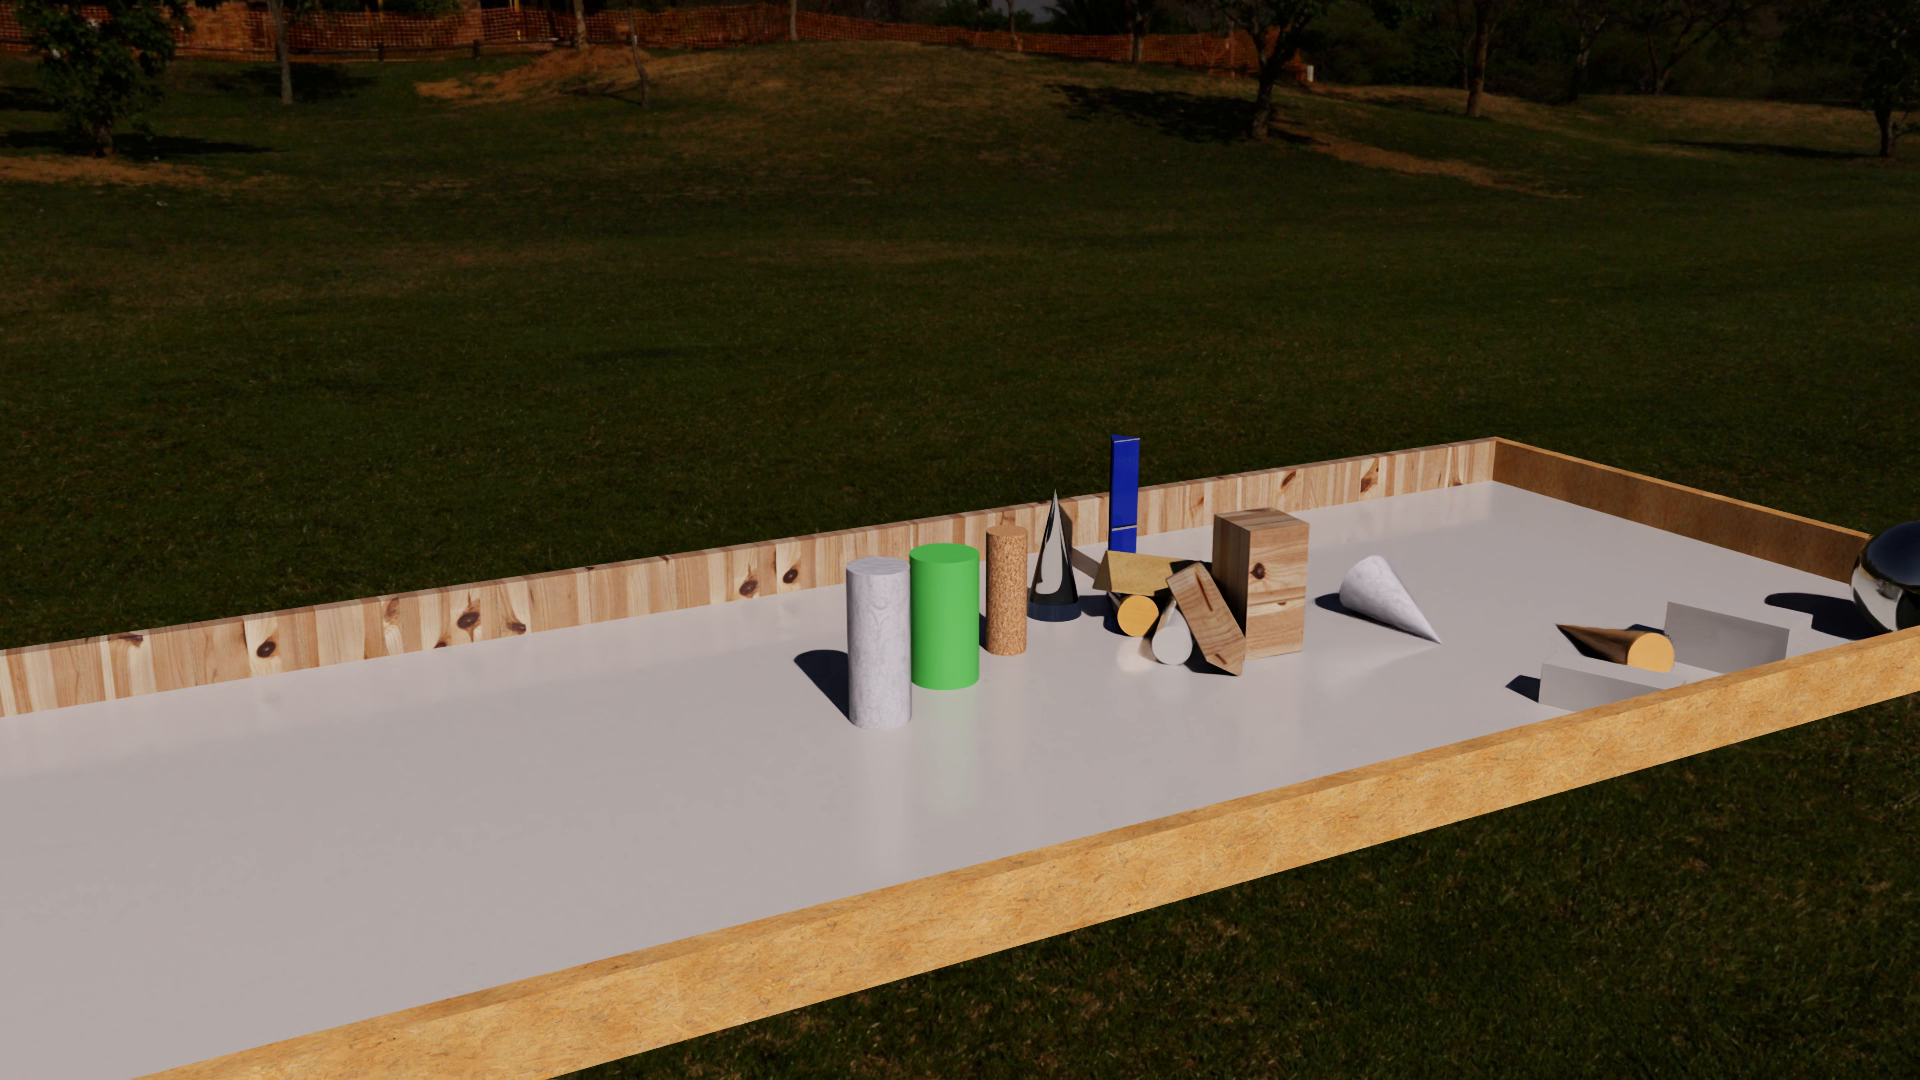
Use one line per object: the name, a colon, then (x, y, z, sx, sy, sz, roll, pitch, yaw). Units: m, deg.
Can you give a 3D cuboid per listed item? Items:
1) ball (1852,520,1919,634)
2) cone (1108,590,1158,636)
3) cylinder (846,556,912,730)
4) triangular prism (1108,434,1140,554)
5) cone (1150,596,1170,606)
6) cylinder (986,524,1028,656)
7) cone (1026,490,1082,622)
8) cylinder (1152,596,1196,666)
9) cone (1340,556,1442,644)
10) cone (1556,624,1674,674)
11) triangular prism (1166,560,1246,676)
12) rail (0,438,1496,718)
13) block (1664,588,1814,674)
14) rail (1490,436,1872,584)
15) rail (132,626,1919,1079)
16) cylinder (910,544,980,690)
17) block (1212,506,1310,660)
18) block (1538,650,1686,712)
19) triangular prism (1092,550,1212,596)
ball: (2.557, 0.112, 4.382, 0.334, 0.334, 0.334, 0, 16, 0)
cone: (0.457, 0.175, 4.660, 0.113, 0.113, 0.417, -2, 9, -7)
cylinder: (-0.189, 0.241, 3.864, 0.149, 0.378, 0.149, 0, 16, 0)
triangular prism: (0.463, -0.086, 4.860, 0.091, 0.445, 0.079, -9, 18, -27)
cone: (0.559, 0.116, 4.856, 0.118, 0.118, 0.328, -4, 7, -12)
cylinder: (0.122, 0.132, 4.327, 0.108, 0.326, 0.108, 0, 16, 0)
cone: (0.263, 0.031, 4.605, 0.161, 0.362, 0.161, 0, 16, 0)
cylinder: (0.580, 0.231, 4.383, 0.105, 0.105, 0.303, 4, 17, 13)
cone: (1.214, 0.200, 4.522, 0.176, 0.176, 0.324, -9, 34, -28)
cone: (1.685, 0.264, 4.342, 0.129, 0.129, 0.455, -3, 9, -10)
triangular prism: (0.658, 0.189, 4.303, 0.111, 0.096, 0.384, 25, 23, -23)
rail: (-3.305, 0.497, 3.399, 12.000, 0.150, 0.050, -9, 18, -27)
block: (1.991, 0.248, 4.233, 0.156, 0.156, 0.302, -15, 22, -42)
rail: (2.466, -0.048, 5.253, 0.050, 0.150, 2.100, -9, 18, -27)
rail: (-2.336, 1.006, 1.665, 12.000, 0.150, 0.050, -9, 18, -27)
cylinder: (-0.039, 0.190, 4.124, 0.174, 0.329, 0.174, 0, 16, 0)
block: (0.786, 0.113, 4.348, 0.178, 0.350, 0.178, -7, 18, -22)
block: (1.556, 0.360, 3.942, 0.304, 0.105, 0.105, 12, 20, 36)
triangular prism: (0.591, 0.104, 4.609, 0.417, 0.109, 0.126, 7, 0, -20)
